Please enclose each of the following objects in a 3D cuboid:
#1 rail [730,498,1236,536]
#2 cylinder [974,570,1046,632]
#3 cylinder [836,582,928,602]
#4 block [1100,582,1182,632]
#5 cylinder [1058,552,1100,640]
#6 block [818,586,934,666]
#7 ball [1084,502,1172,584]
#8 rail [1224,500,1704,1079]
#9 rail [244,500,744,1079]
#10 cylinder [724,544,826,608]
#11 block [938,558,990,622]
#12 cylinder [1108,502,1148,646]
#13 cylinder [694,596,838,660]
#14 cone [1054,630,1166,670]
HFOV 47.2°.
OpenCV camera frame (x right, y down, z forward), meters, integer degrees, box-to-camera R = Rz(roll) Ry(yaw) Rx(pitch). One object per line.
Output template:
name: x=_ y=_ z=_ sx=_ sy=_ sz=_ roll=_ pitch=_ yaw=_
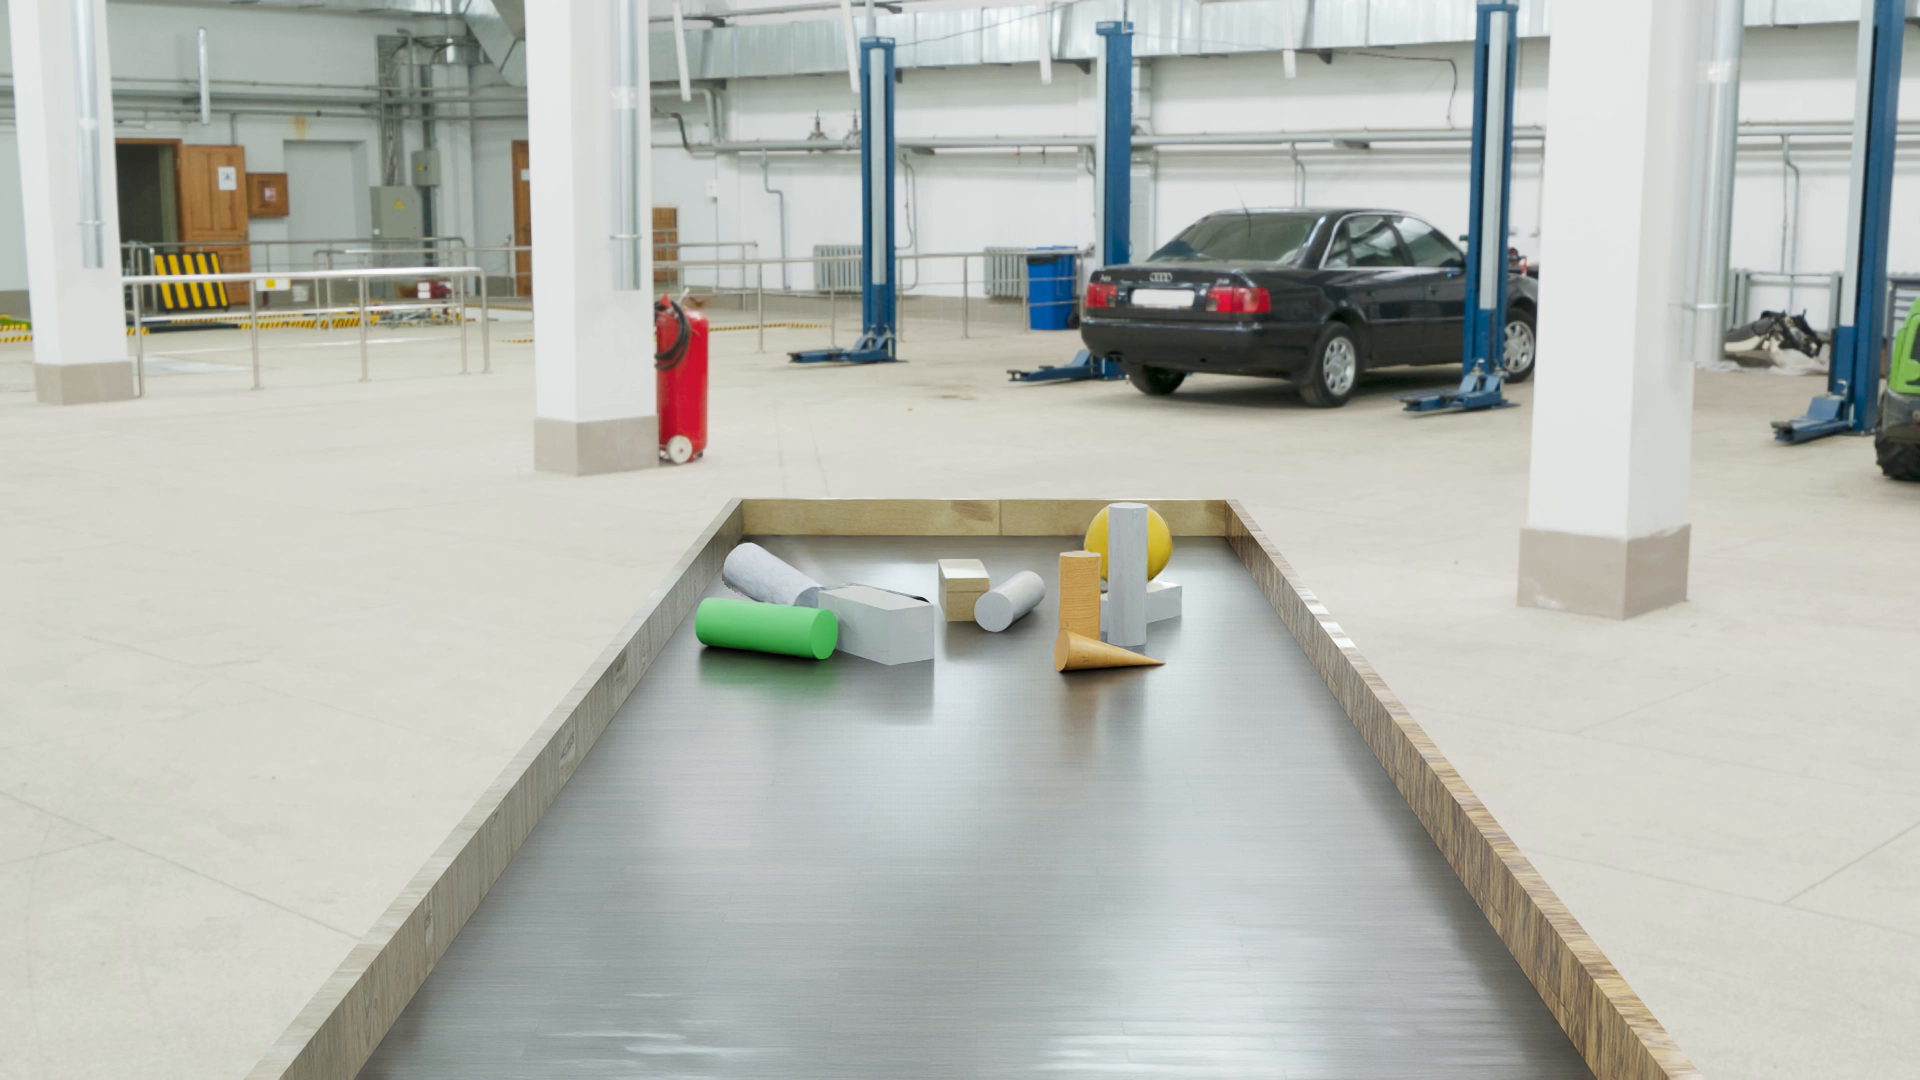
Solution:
rail: x=0.099 y=-0.098 z=9.147 sx=2.100 sy=0.150 sz=0.050 roll=0 pitch=9 yaw=1
cylinder: x=0.169 y=0.201 z=7.317 sx=0.132 sy=0.132 sz=0.421 roll=3 pitch=9 yaw=16
cylinder: x=-0.254 y=0.227 z=7.137 sx=0.137 sy=0.137 sz=0.350 roll=-8 pitch=12 yaw=-41
block: x=0.578 y=0.220 z=7.292 sx=0.103 sy=0.103 sz=0.397 roll=8 pitch=12 yaw=41
cylinder: x=0.363 y=0.205 z=6.665 sx=0.126 sy=0.326 sz=0.126 roll=0 pitch=8 yaw=0
block: x=-0.261 y=0.262 z=6.818 sx=0.169 sy=0.169 sz=0.390 roll=-6 pitch=11 yaw=-35
ball: x=0.603 y=0.018 z=7.901 sx=0.312 sy=0.312 sz=0.312 roll=0 pitch=9 yaw=0
rail: x=1.046 y=0.843 z=3.208 sx=0.050 sy=0.150 sz=12.000 roll=0 pitch=9 yaw=1
rail: x=-1.004 y=0.839 z=3.234 sx=0.050 sy=0.150 sz=12.000 roll=0 pitch=9 yaw=1
cylinder: x=-0.599 y=0.157 z=7.242 sx=0.165 sy=0.165 sz=0.444 roll=-6 pitch=22 yaw=-35
block: x=0.011 y=0.168 z=7.488 sx=0.145 sy=0.145 sz=0.374 roll=-1 pitch=9 yaw=-5
cylinder: x=0.529 y=0.107 z=6.938 sx=0.124 sy=0.437 sz=0.124 roll=0 pitch=9 yaw=0
cylinder: x=-0.601 y=0.271 z=6.809 sx=0.432 sy=0.153 sz=0.153 roll=5 pitch=10 yaw=30
cone: x=0.465 y=0.351 z=6.597 sx=0.344 sy=0.125 sz=0.125 roll=8 pitch=6 yaw=-17
